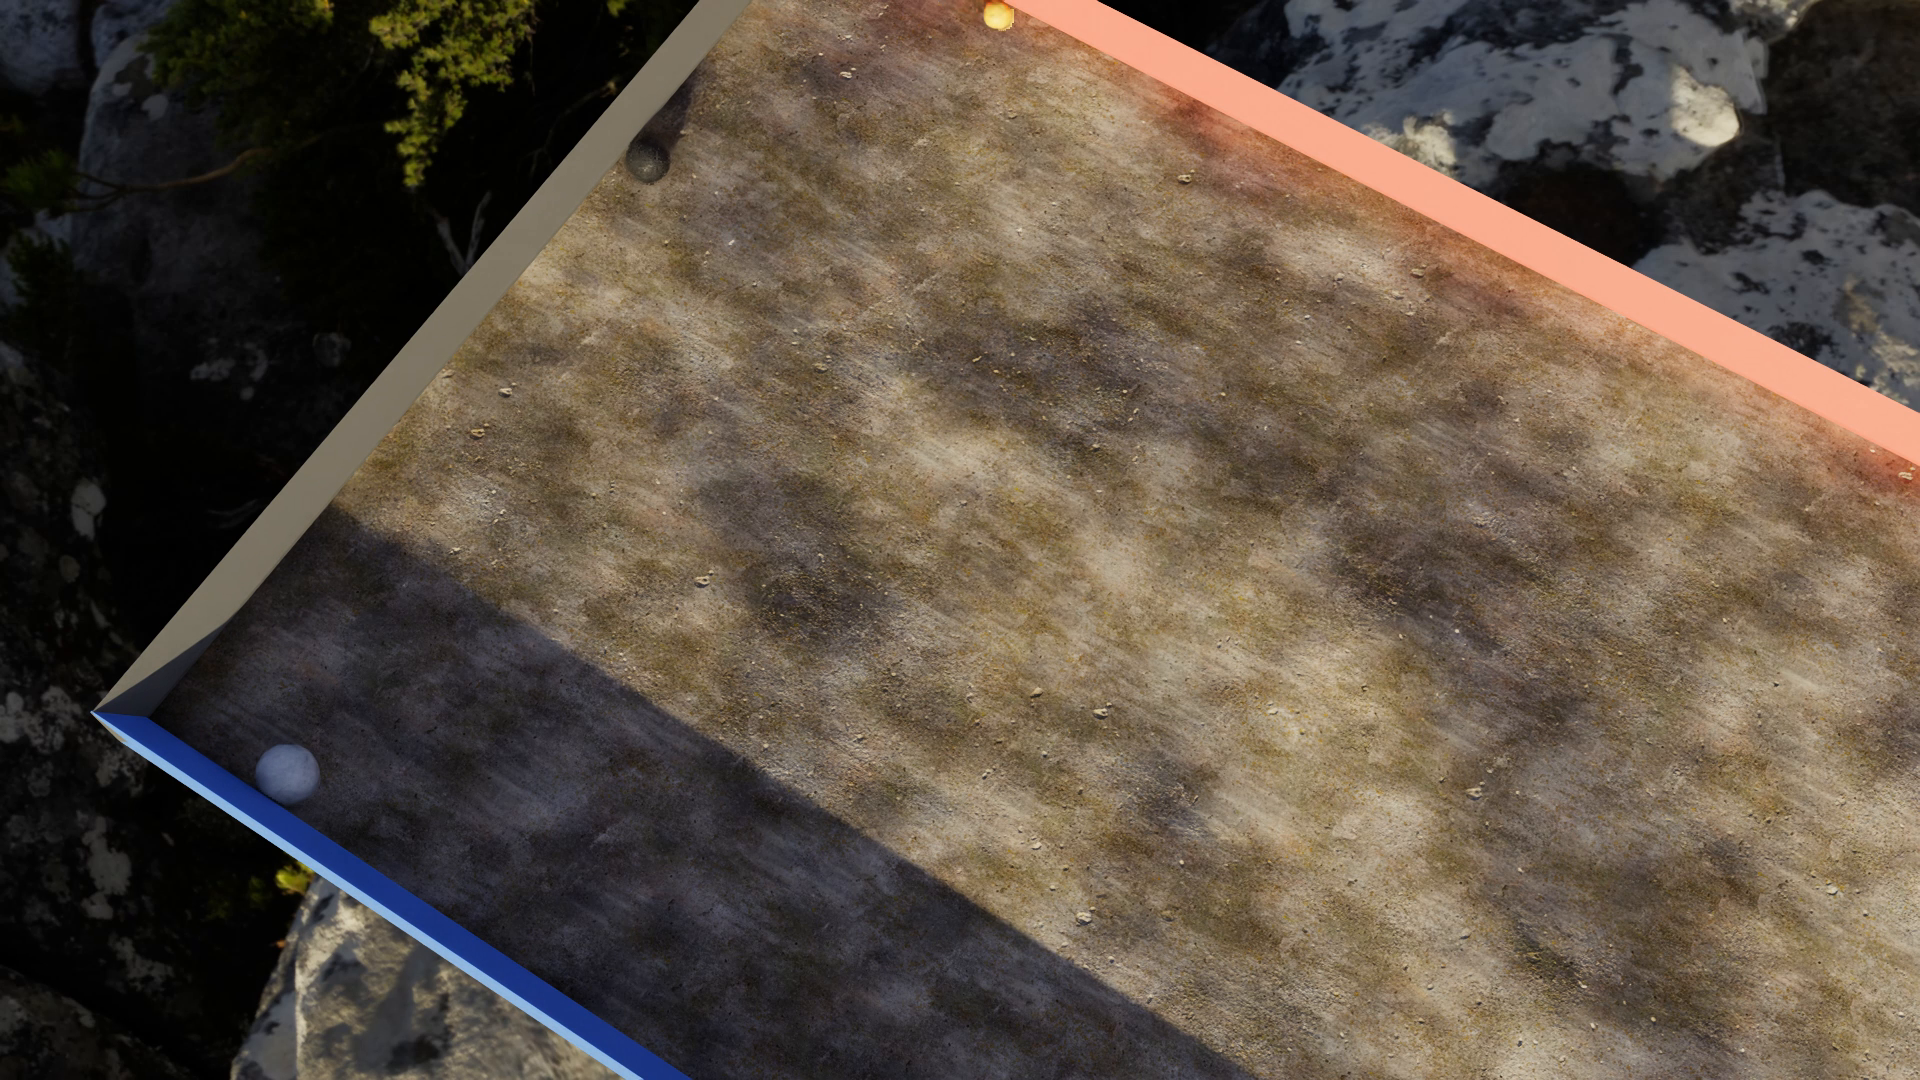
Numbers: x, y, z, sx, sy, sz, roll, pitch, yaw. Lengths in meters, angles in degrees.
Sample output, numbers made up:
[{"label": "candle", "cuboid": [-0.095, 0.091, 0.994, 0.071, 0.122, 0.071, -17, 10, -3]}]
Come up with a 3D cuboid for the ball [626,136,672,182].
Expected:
[{"label": "ball", "cuboid": [-0.549, -0.670, 3.876, 0.080, 0.080, 0.080, 0, 65, 0]}]

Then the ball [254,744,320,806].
[{"label": "ball", "cuboid": [-1.035, 0.362, 3.385, 0.096, 0.096, 0.096, 0, 65, 0]}]

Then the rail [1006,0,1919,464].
[{"label": "rail", "cuboid": [1.311, -0.296, 3.675, 3.755, 0.125, 0.045, 30, 69, 13]}]

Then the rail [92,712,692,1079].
[{"label": "rail", "cuboid": [0.274, 1.183, 2.985, 3.755, 0.125, 0.045, 30, 69, 13]}]

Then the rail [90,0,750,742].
[{"label": "rail", "cuboid": [-0.772, -0.458, 3.751, 0.045, 0.125, 1.981, 30, 69, 13]}]

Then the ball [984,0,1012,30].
[{"label": "ball", "cuboid": [0.069, -0.962, 4.027, 0.053, 0.053, 0.053, 0, 65, 0]}]
